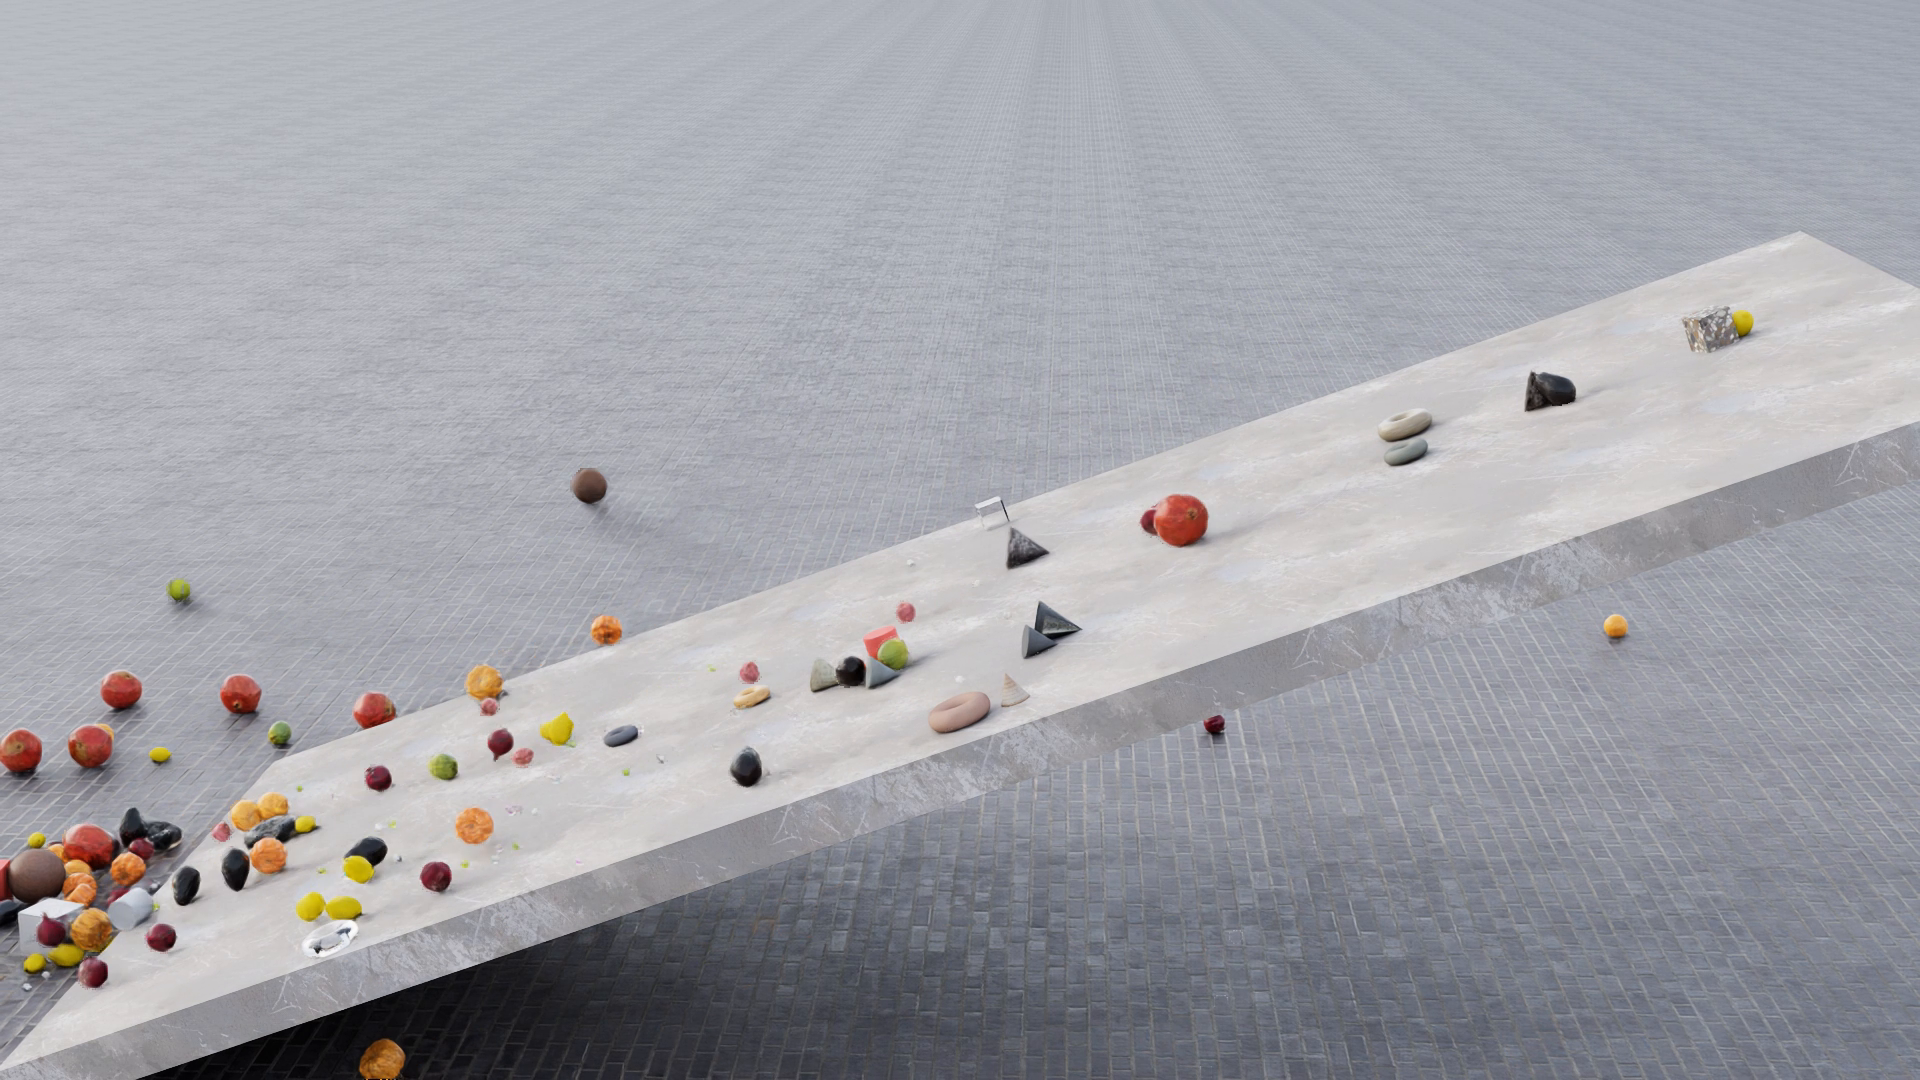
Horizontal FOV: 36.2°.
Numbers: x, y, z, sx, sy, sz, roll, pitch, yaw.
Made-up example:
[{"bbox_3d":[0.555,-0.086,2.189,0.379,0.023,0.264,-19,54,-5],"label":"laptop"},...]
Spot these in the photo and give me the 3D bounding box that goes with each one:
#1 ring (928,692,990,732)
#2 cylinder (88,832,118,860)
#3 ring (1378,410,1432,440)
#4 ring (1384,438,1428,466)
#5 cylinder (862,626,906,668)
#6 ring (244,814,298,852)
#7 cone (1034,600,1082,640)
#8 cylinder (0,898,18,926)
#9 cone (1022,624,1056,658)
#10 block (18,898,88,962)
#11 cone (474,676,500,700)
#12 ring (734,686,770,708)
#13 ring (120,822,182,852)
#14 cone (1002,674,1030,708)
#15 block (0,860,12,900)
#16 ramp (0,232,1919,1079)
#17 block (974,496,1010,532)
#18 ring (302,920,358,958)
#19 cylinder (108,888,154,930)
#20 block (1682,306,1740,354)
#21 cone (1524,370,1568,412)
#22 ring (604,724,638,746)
[{"bbox_3d":[-0.001,0.320,5.469,0.122,0.041,0.122,-21,11,4],"label":"ring"},{"bbox_3d":[-2.051,0.733,7.044,0.051,0.051,0.051,5,14,22],"label":"cylinder"},{"bbox_3d":[0.976,-0.253,6.456,0.123,0.041,0.123,-20,10,4],"label":"ring"},{"bbox_3d":[0.943,-0.187,6.221,0.097,0.032,0.097,-23,9,4],"label":"ring"},{"bbox_3d":[-0.156,0.225,6.105,0.072,0.072,0.072,-20,11,4],"label":"cylinder"},{"bbox_3d":[-1.540,0.655,6.579,0.126,0.042,0.126,-20,15,5],"label":"ring"},{"bbox_3d":[0.197,0.171,5.821,0.093,0.093,0.093,8,13,5],"label":"cone"},{"bbox_3d":[-2.146,0.836,6.577,0.053,0.053,0.053,7,14,28],"label":"cylinder"},{"bbox_3d":[0.160,0.202,5.768,0.067,0.067,0.067,5,12,-10],"label":"cone"},{"bbox_3d":[-1.977,0.850,6.412,0.099,0.099,0.099,6,14,24],"label":"block"},{"bbox_3d":[-1.162,0.373,7.283,0.061,0.061,0.061,16,19,27],"label":"cone"},{"bbox_3d":[-0.441,0.331,6.219,0.081,0.027,0.081,-20,13,5],"label":"ring"},{"bbox_3d":[-1.955,0.718,7.116,0.146,0.049,0.146,0,11,0],"label":"ring"},{"bbox_3d":[0.094,0.273,5.476,0.058,0.058,0.058,-20,11,4],"label":"cone"},{"bbox_3d":[-2.220,0.789,6.684,0.098,0.098,0.098,0,13,-1],"label":"block"},{"bbox_3d":[0.114,0.177,6.299,4.000,0.100,2.000,-19,11,6],"label":"ramp"},{"bbox_3d":[0.078,-0.063,7.084,0.061,0.061,0.061,-21,11,-5],"label":"block"},{"bbox_3d":[-1.184,0.749,5.527,0.111,0.037,0.111,-19,12,4],"label":"ring"},{"bbox_3d":[-1.770,0.789,6.280,0.069,0.069,0.069,4,18,18],"label":"cylinder"},{"bbox_3d":[1.584,-0.445,6.208,0.076,0.076,0.076,-22,11,-10],"label":"block"},{"bbox_3d":[1.251,-0.311,6.250,0.090,0.090,0.090,8,14,5],"label":"cone"},{"bbox_3d":[-0.728,0.420,6.309,0.077,0.026,0.077,-19,12,4],"label":"ring"}]
